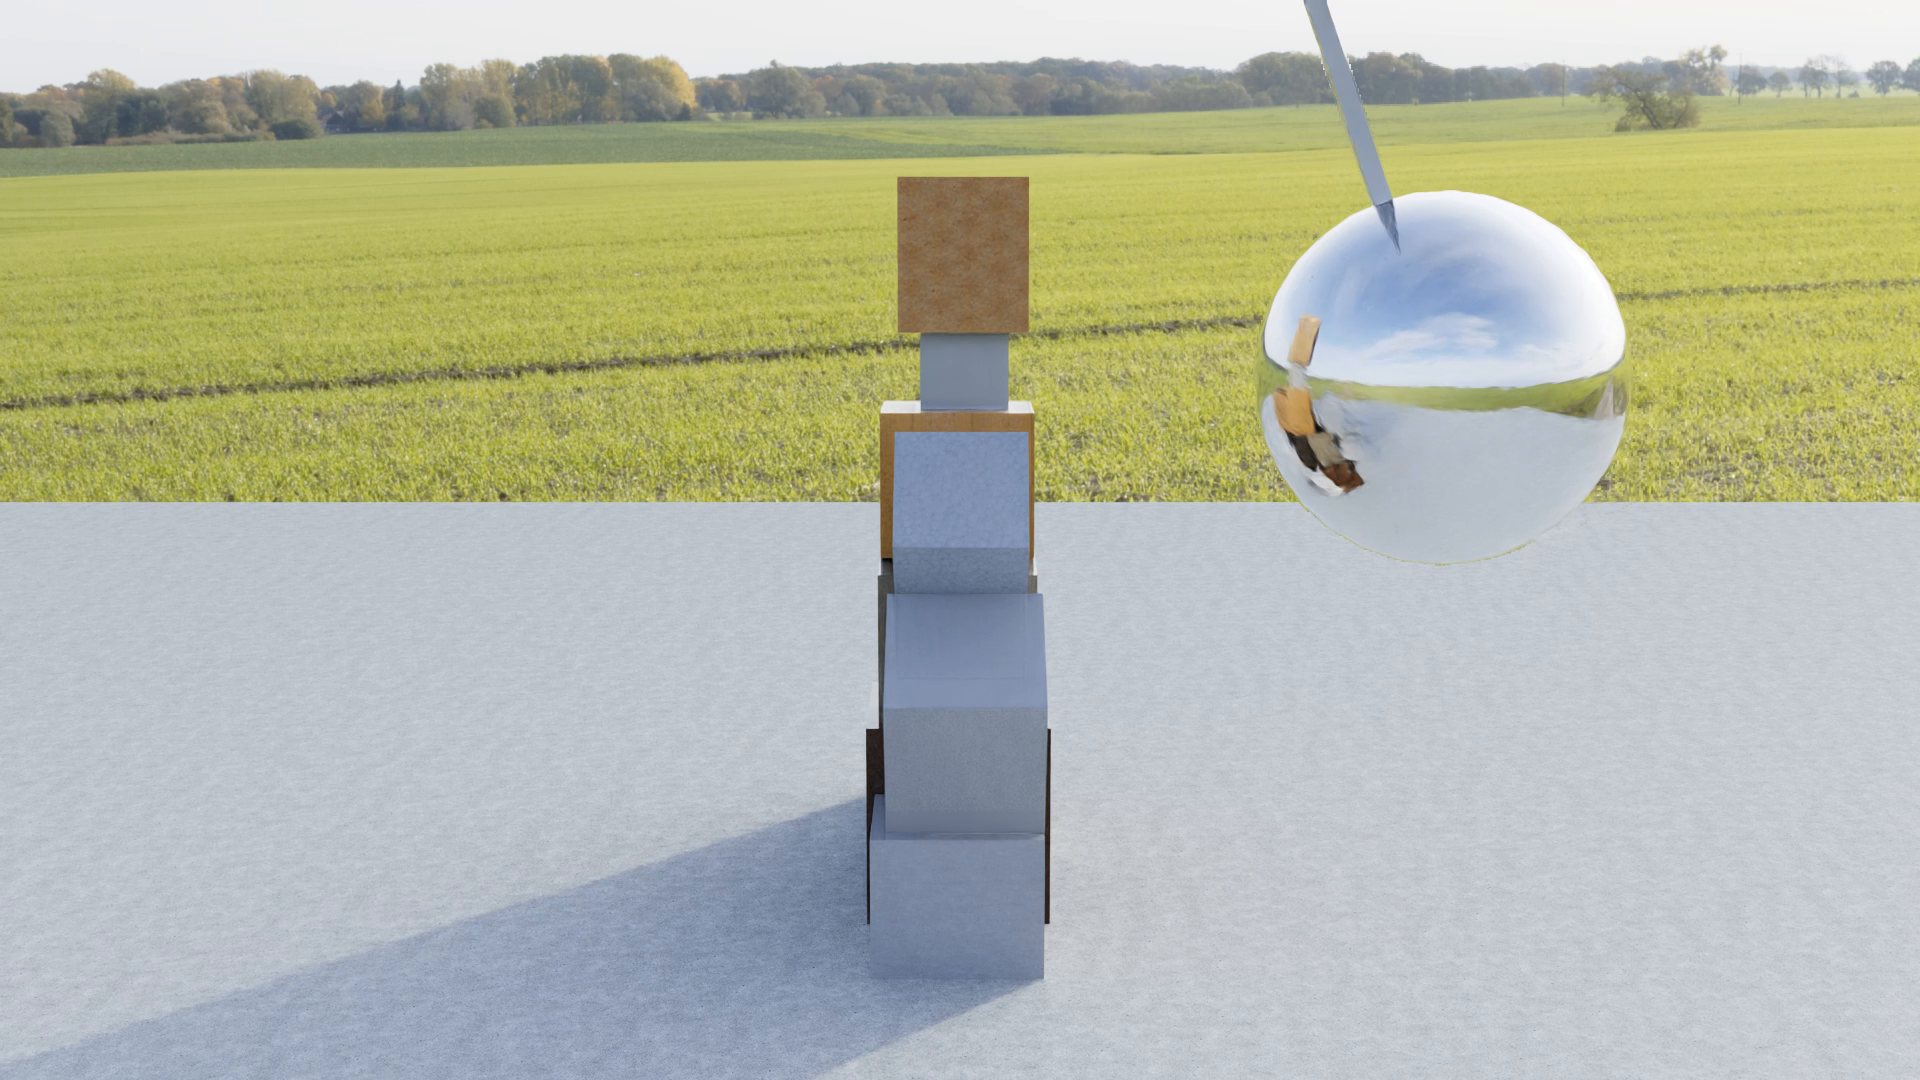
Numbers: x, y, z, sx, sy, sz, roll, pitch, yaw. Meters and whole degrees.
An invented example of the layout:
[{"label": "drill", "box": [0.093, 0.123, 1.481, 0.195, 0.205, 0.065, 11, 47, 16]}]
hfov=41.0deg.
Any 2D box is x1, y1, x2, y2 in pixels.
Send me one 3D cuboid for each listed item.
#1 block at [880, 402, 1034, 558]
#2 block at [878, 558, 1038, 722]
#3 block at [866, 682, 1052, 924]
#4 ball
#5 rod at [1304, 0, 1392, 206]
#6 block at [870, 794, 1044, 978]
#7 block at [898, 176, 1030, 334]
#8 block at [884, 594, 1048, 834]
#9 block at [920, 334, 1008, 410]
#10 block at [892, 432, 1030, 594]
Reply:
[{"label": "block", "box": [-0.012, -0.271, 11.136, 0.651, 0.615, 0.618, 0, 8, 0]}, {"label": "block", "box": [-0.010, 0.398, 10.919, 0.658, 0.626, 0.607, 0, 10, 0]}, {"label": "block", "box": [-0.006, 1.118, 11.063, 0.764, 0.842, 0.827, 0, 10, 0]}, {"label": "ball", "box": [2.074, -0.699, 11.053, 1.600, 1.600, 1.600, 0, 10, 0]}, {"label": "rod", "box": [0.899, -3.838, 10.483, 0.080, 5.200, 0.080, -20, 10, 4]}, {"label": "block", "box": [-0.010, 1.388, 10.350, 0.682, 0.565, 0.651, 0, 10, 0]}, {"label": "block", "box": [0.013, -1.230, 11.015, 0.549, 0.651, 0.567, 0, 8, 0]}, {"label": "block", "box": [0.021, 0.683, 10.171, 0.623, 0.637, 0.717, 0, 36, 0]}, {"label": "block", "box": [0.018, -0.742, 11.081, 0.375, 0.334, 0.394, 0, 8, 0]}, {"label": "block", "box": [0.005, -0.053, 10.356, 0.533, 0.543, 0.563, 0, -32, 0]}]
